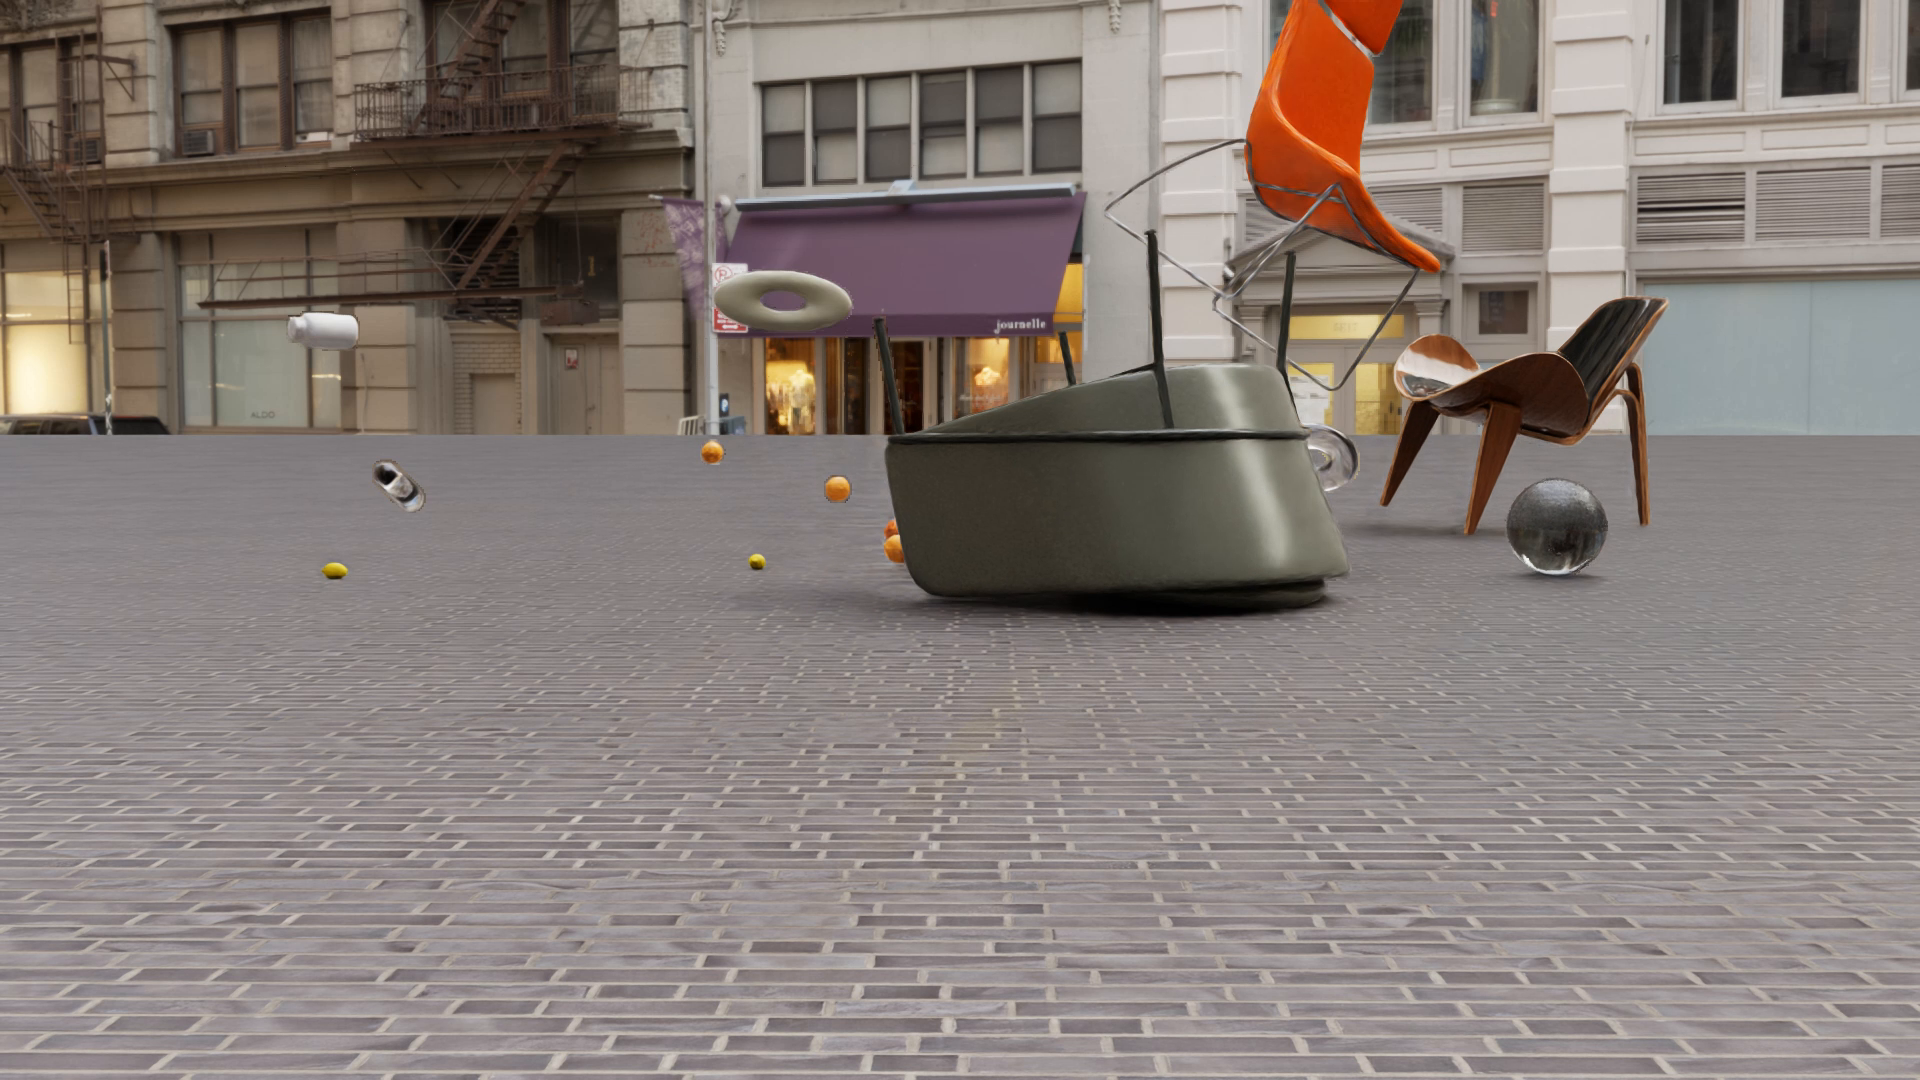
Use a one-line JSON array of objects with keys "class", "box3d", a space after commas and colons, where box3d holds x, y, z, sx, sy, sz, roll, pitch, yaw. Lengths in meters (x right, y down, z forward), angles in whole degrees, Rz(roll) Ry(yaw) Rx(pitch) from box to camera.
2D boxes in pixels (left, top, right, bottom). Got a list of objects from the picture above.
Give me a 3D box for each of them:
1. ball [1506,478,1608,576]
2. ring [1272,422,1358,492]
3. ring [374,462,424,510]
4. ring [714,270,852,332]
[{"class": "ball", "box3d": [1.435, -0.032, 5.290, 0.236, 0.236, 0.236, 0, 4, 0]}, {"class": "ring", "box3d": [1.352, -0.314, 8.374, 0.328, 0.324, 0.084, 24, 46, -5]}, {"class": "ring", "box3d": [-1.647, -0.158, 6.453, 0.146, 0.069, 0.239, 39, -12, 17]}, {"class": "ring", "box3d": [-0.488, -0.658, 6.061, 0.387, 0.168, 0.048, 2, 11, -15]}]
